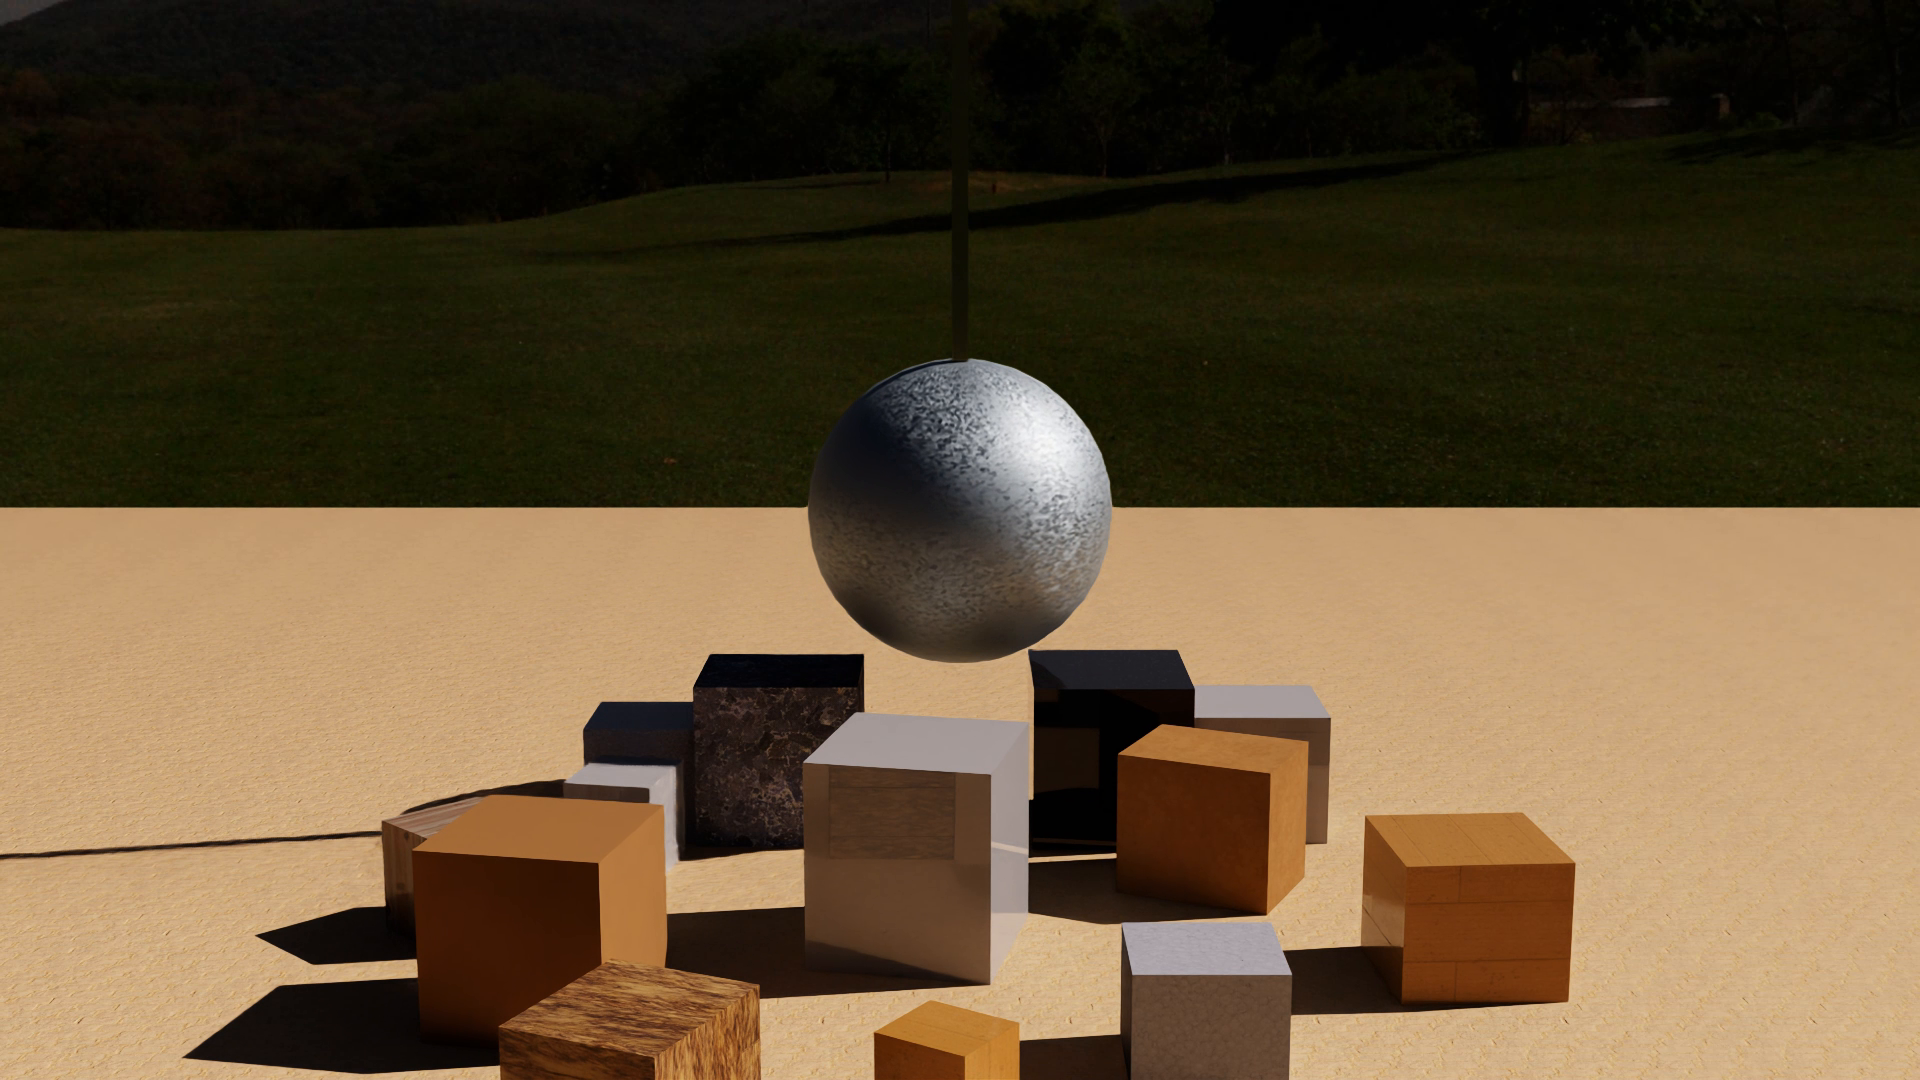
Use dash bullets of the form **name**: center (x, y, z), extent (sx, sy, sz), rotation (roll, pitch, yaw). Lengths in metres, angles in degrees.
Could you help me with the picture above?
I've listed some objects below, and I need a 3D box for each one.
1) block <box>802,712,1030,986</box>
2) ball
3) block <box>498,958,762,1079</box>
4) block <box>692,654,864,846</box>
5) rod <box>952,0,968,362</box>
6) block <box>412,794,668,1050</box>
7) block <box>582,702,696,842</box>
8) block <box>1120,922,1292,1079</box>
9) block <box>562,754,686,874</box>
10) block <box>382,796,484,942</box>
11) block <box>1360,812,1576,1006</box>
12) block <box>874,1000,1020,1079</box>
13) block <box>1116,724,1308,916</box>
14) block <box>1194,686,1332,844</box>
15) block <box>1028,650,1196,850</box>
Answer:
- **block**: center (-0.175, 1.332, 9.670), extent (0.810, 0.920, 0.852), rotation (2, 11, 12)
- **ball**: center (0.000, -0.153, 11.541), extent (1.600, 1.600, 1.600), rotation (0, 10, 0)
- **block**: center (-1.129, 1.882, 7.622), extent (0.615, 0.570, 0.688), rotation (5, 11, 24)
- **block**: center (-0.917, 1.074, 11.353), extent (0.816, 0.825, 0.722), rotation (0, 10, 0)
- **rod**: center (0.000, -3.452, 10.721), extent (0.080, 5.200, 0.080), rotation (0, 14, 0)
- **block**: center (-1.675, 1.539, 8.884), extent (0.763, 0.793, 0.761), rotation (2, 11, 11)
- **block**: center (-1.613, 1.191, 11.375), extent (0.561, 0.587, 0.561), rotation (0, 10, 0)
- **block**: center (0.932, 1.786, 8.438), extent (0.590, 0.466, 0.552), rotation (0, 10, 0)
- **block**: center (-1.628, 1.362, 10.704), extent (0.433, 0.491, 0.495), rotation (2, 11, 11)
- **block**: center (-2.226, 1.503, 9.882), extent (0.518, 0.507, 0.506), rotation (10, 14, 43)
- **block**: center (2.140, 1.555, 9.338), extent (0.700, 0.599, 0.690), rotation (-1, 10, -4)
- **block**: center (-0.047, 1.932, 8.012), extent (0.394, 0.331, 0.362), rotation (7, 12, 33)
- **block**: center (1.201, 1.314, 10.450), extent (0.743, 0.676, 0.597), rotation (5, 11, 25)
- **block**: center (1.512, 1.153, 11.389), extent (0.689, 0.657, 0.667), rotation (0, 10, 0)
- **block**: center (0.763, 1.069, 11.374), extent (0.798, 0.828, 0.855), rotation (0, 10, 0)
